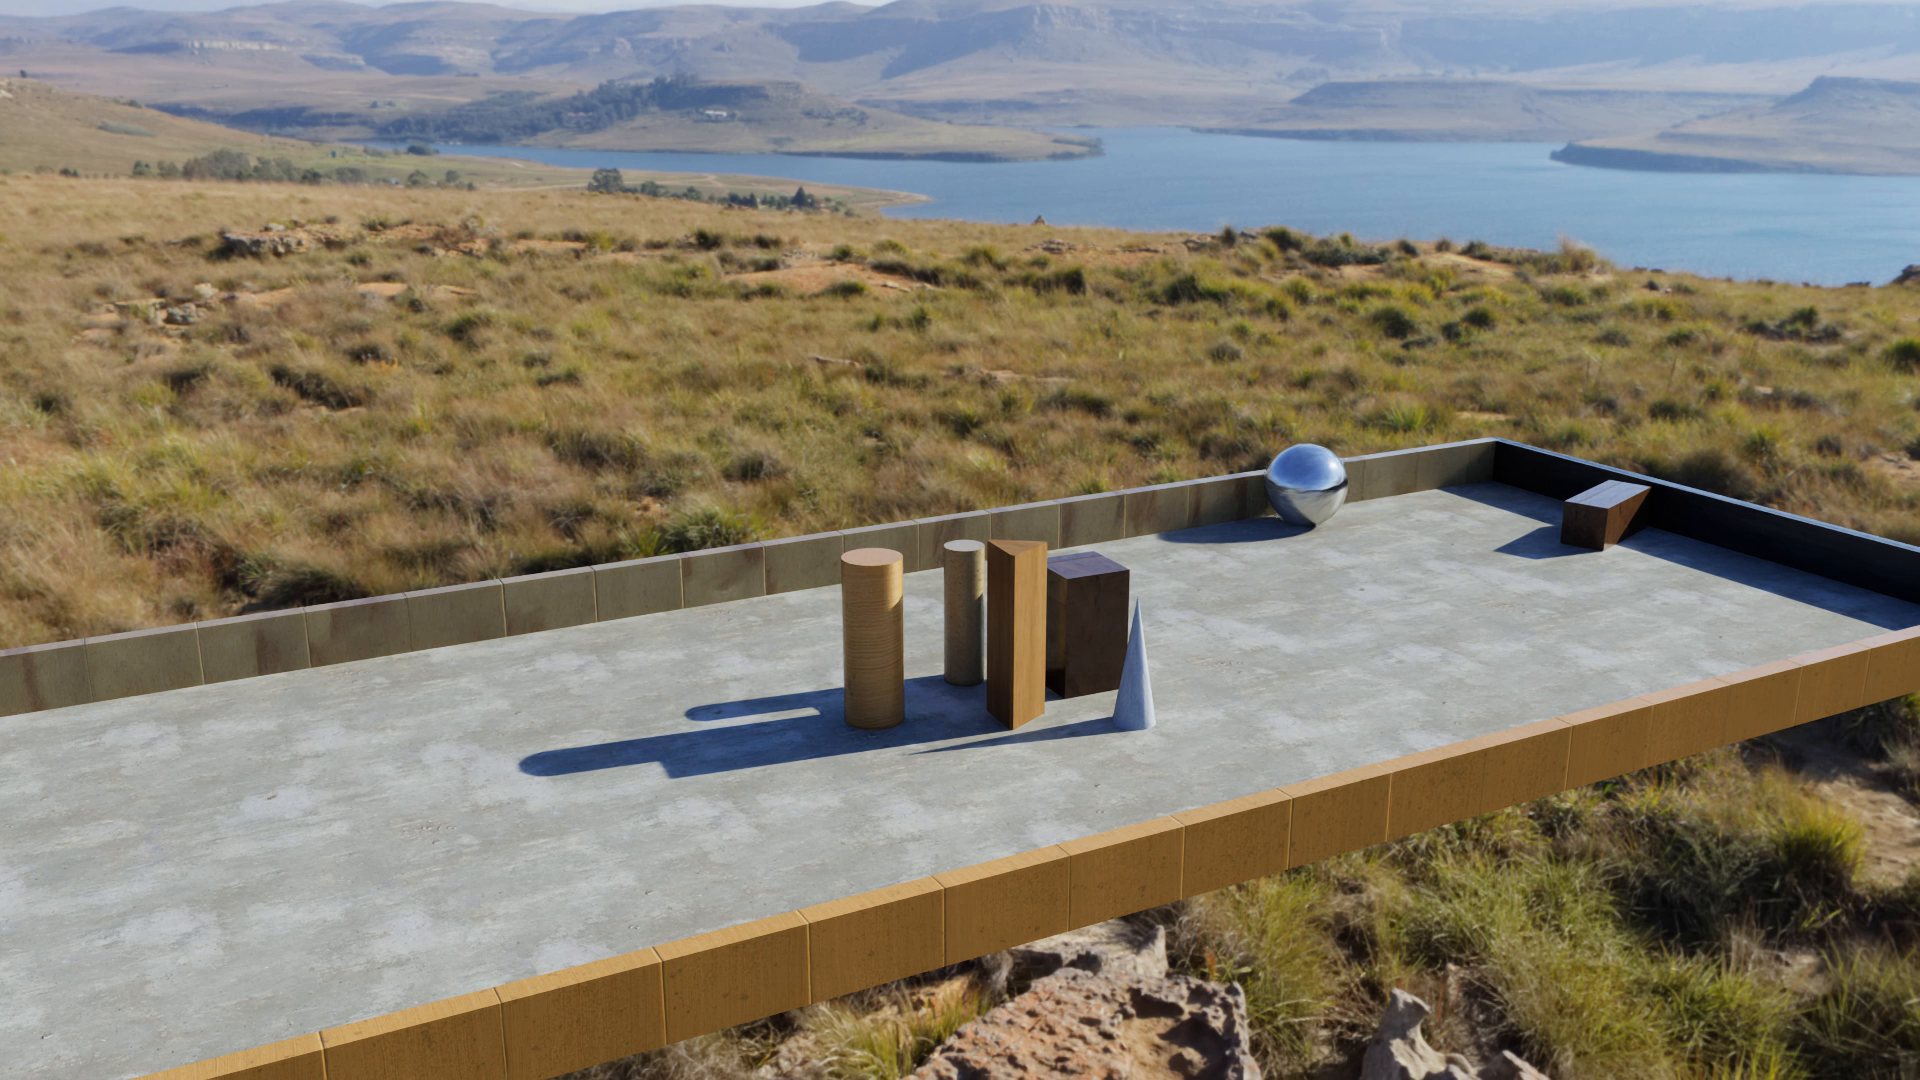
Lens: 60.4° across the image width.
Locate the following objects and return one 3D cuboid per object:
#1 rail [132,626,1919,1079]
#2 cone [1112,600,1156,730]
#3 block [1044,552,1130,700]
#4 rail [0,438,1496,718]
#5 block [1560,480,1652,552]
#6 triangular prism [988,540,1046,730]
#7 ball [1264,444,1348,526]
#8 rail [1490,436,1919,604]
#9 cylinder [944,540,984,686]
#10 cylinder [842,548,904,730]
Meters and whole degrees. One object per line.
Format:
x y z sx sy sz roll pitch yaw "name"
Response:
-2.336 1.006 1.665 12.000 0.150 0.050 -9 18 -27 "rail"
0.411 0.278 3.850 0.103 0.316 0.103 0 16 0 "cone"
0.297 0.208 4.099 0.175 0.308 0.175 -8 18 -24 "block"
-3.305 0.497 3.399 12.000 0.150 0.050 -9 18 -27 "rail"
2.112 -0.083 5.389 0.141 0.141 0.369 14 22 40 "block"
0.113 0.214 3.872 0.119 0.426 0.137 12 20 35 "triangular prism"
1.155 -0.185 5.501 0.273 0.273 0.273 0 16 0 "ball"
2.466 -0.048 5.253 0.050 0.150 2.100 -9 18 -27 "rail"
0.010 0.182 4.110 0.101 0.352 0.101 0 16 0 "cylinder"
-0.203 0.231 3.855 0.142 0.402 0.142 0 16 0 "cylinder"
